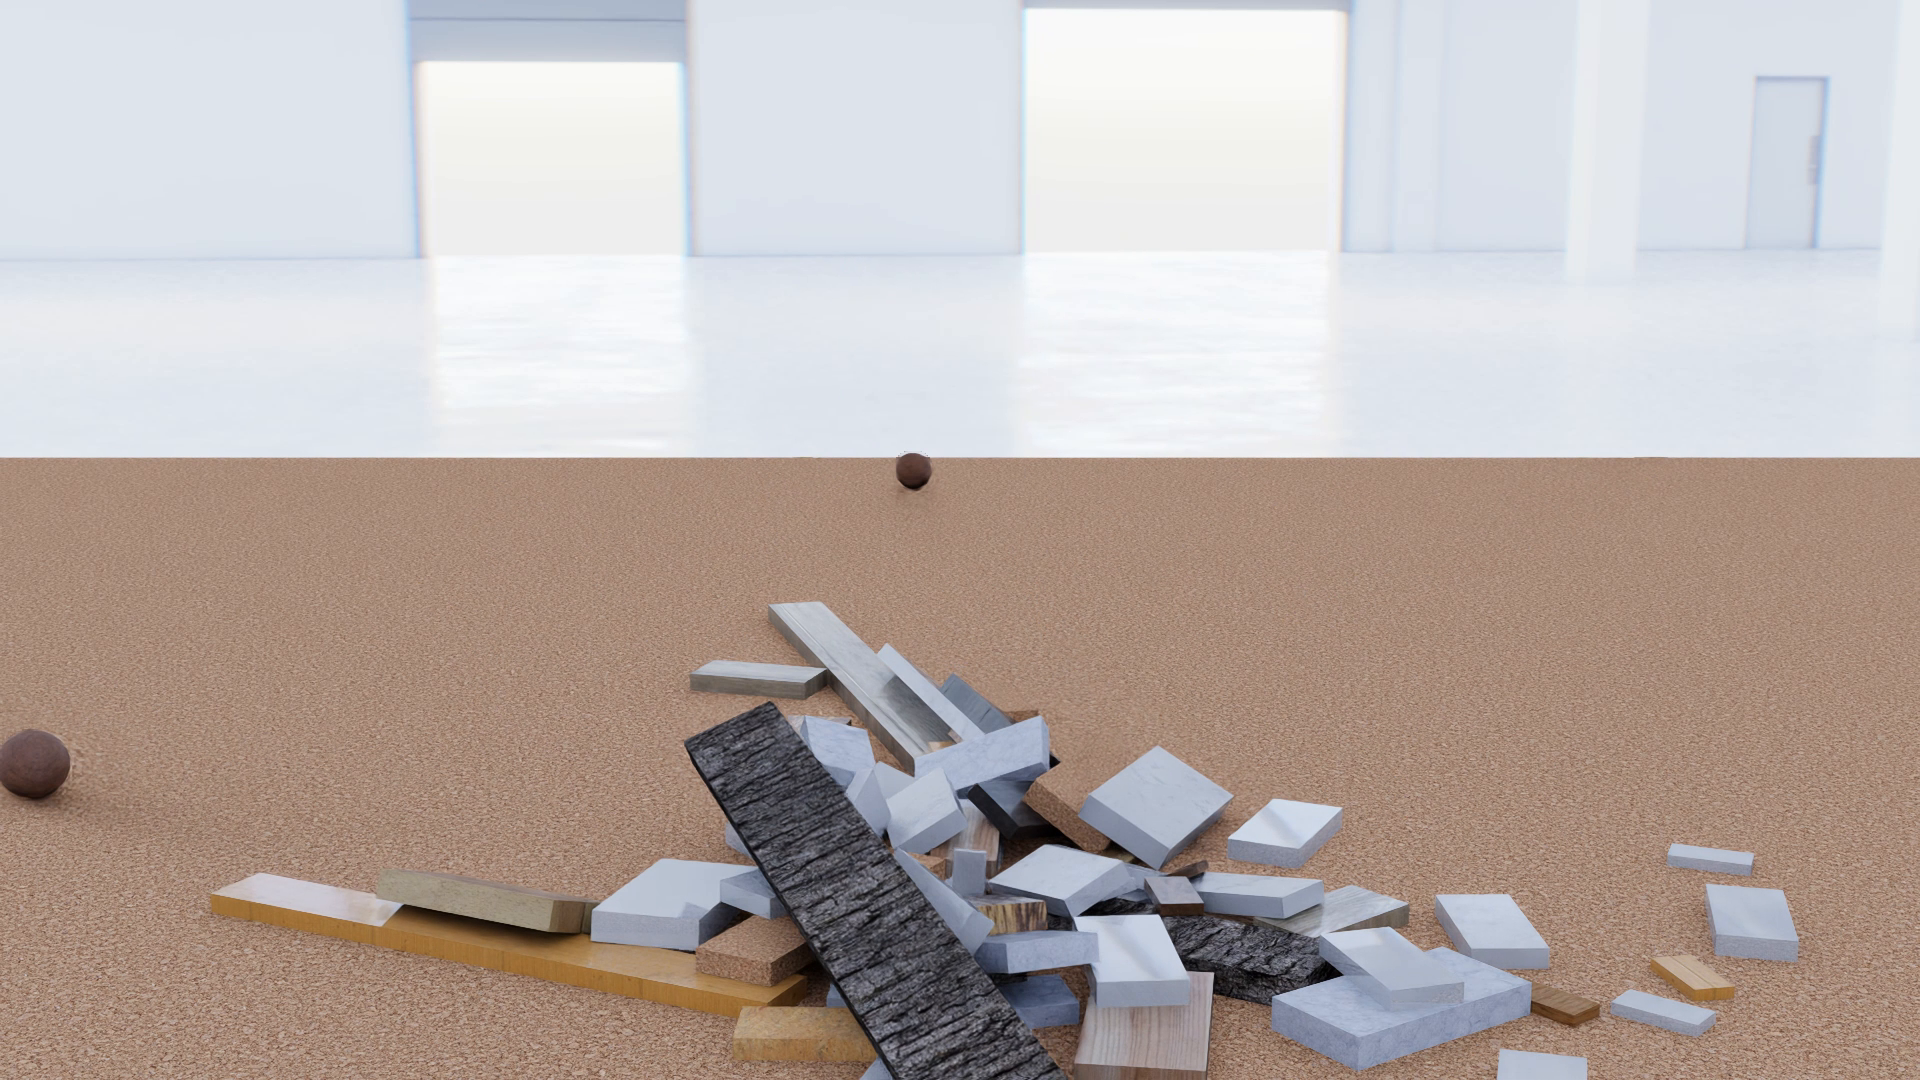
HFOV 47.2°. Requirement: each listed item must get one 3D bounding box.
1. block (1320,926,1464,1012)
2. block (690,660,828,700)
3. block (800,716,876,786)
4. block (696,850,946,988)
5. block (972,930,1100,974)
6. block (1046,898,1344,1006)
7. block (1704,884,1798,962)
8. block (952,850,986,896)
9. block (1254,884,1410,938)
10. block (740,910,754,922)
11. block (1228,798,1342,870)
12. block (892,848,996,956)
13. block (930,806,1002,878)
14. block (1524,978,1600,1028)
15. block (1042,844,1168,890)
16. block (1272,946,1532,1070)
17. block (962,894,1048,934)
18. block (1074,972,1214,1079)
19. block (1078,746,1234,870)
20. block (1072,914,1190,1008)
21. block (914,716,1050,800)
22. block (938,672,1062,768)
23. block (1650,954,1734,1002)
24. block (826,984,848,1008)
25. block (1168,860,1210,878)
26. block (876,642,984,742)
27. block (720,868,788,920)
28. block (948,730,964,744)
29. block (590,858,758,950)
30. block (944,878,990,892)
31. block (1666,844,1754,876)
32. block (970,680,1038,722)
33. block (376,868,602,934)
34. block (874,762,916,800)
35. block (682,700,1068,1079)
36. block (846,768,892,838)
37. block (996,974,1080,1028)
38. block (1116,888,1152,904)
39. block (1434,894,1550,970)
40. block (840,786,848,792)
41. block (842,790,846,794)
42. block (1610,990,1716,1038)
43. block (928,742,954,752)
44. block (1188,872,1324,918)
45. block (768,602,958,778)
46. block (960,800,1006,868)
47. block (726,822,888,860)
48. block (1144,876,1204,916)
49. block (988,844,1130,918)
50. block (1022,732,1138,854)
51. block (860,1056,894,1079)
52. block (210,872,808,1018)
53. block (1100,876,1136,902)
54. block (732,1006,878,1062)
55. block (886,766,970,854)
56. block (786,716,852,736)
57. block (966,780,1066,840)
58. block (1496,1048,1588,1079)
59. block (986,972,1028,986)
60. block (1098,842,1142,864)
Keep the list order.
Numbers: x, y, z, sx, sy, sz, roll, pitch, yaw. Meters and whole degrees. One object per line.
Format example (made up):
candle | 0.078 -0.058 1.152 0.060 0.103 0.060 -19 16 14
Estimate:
block | 0.619 0.617 3.169 0.113 0.032 0.227 -3 11 -16
block | -0.459 0.318 5.023 0.279 0.040 0.139 3 11 17
block | -0.238 0.421 4.321 0.130 0.037 0.260 15 13 -12
block | -0.206 0.582 3.442 0.131 0.037 0.536 5 11 27
block | 0.063 0.598 3.210 0.148 0.042 0.296 -1 -7 -28
block | 0.340 0.623 3.359 0.461 0.049 0.172 6 12 31
block | 1.254 0.606 3.491 0.119 0.034 0.239 3 11 14
block | 0.015 0.556 3.563 0.052 0.104 0.015 3 2 8
block | 0.591 0.605 3.494 0.239 0.034 0.119 -9 14 -40
block | -0.276 0.588 3.599 0.101 0.029 0.202 3 11 15
block | 0.583 0.523 3.929 0.130 0.037 0.260 5 12 26
block | -0.064 0.567 3.230 0.042 0.148 0.296 37 -6 -24
block | 0.012 0.519 3.788 0.113 0.032 0.225 0 16 3
block | 0.853 0.670 3.188 0.064 0.018 0.129 -9 14 -40
block | 0.243 0.546 3.657 0.202 0.029 0.101 13 -4 20
block | 0.631 0.664 3.137 0.344 0.049 0.172 -7 13 -34
block | 0.025 0.577 3.388 0.148 0.042 0.296 -3 -6 -13
block | 0.259 0.681 3.044 0.172 0.049 0.344 2 11 8
block | 0.355 0.477 3.947 0.170 0.048 0.340 33 22 17
block | 0.246 0.609 3.197 0.130 0.037 0.261 -1 11 -4
block | 0.040 0.421 4.080 0.260 0.037 0.130 -20 33 15
block | 0.094 0.384 4.381 0.170 0.048 0.452 39 -2 -19
block | 1.092 0.653 3.280 0.064 0.018 0.129 -2 11 -11
block | -0.151 0.658 3.245 0.072 0.020 0.143 1 11 5
block | 0.381 0.553 3.667 0.052 0.015 0.148 -21 -8 11
block | -0.008 0.365 4.576 0.130 0.037 0.905 39 -2 -19
block | -0.249 0.540 3.475 0.119 0.034 0.239 10 14 43
block | 0.011 0.404 4.343 0.048 0.014 0.096 39 -2 -19
block | -0.448 0.578 3.507 0.170 0.048 0.340 3 6 10
block | -0.067 0.578 3.612 0.237 0.014 0.050 -5 12 -24
block | 1.301 0.554 3.811 0.137 0.019 0.068 5 11 23
block | 0.070 0.360 4.804 0.130 0.037 0.260 -3 11 -15
block | -0.732 0.571 3.477 0.340 0.048 0.170 5 -9 27
block | -0.115 0.474 4.026 0.185 0.026 0.093 20 57 46
block | -0.132 0.551 3.157 0.170 0.048 1.586 -24 23 -12
block | -0.176 0.489 3.755 0.029 0.101 0.203 -11 23 23
block | 0.048 0.668 3.159 0.224 0.032 0.112 -2 11 -13
block | 0.264 0.593 3.604 0.122 0.017 0.061 -7 13 -33
block | 0.832 0.613 3.451 0.119 0.034 0.238 0 11 -1
block | -0.265 0.488 4.147 0.185 0.026 0.093 2 11 10
block | -0.220 0.459 3.831 0.093 0.026 0.185 7 -21 31
block | 1.007 0.677 3.150 0.129 0.018 0.064 9 14 40
block | -0.032 0.418 4.343 0.048 0.014 0.096 -2 11 -8
block | 0.455 0.573 3.555 0.239 0.034 0.119 -3 4 42
block | -0.225 0.317 5.031 0.140 0.040 1.518 -3 11 -16
block | 0.025 0.520 3.899 0.113 0.032 0.225 1 16 5
block | -0.274 0.521 3.939 0.260 0.037 0.130 -6 12 -31
block | 0.339 0.565 3.492 0.068 0.019 0.137 0 9 -6
block | 0.156 0.541 3.491 0.119 0.034 0.238 -29 13 -26
block | 0.258 0.462 4.002 0.170 0.048 0.340 37 23 15
block | -0.053 0.700 2.925 0.112 0.032 0.224 -4 11 19
block | -0.722 0.623 3.404 1.050 0.032 0.113 5 12 25
block | 0.171 0.555 3.571 0.068 0.019 0.290 -13 4 -32
block | -0.198 0.687 3.061 0.224 0.032 0.112 0 11 1
block | -0.064 0.480 3.840 0.131 0.037 0.261 -32 12 0
block | -0.318 0.416 4.498 0.140 0.040 0.279 2 11 9
block | 0.112 0.477 3.897 0.113 0.032 0.225 44 17 26
block | 0.753 0.726 2.851 0.113 0.032 0.227 3 11 16
block | 0.025 0.630 3.182 0.072 0.020 0.143 1 -8 -37
block | 0.230 0.571 3.726 0.061 0.017 0.340 5 12 26
